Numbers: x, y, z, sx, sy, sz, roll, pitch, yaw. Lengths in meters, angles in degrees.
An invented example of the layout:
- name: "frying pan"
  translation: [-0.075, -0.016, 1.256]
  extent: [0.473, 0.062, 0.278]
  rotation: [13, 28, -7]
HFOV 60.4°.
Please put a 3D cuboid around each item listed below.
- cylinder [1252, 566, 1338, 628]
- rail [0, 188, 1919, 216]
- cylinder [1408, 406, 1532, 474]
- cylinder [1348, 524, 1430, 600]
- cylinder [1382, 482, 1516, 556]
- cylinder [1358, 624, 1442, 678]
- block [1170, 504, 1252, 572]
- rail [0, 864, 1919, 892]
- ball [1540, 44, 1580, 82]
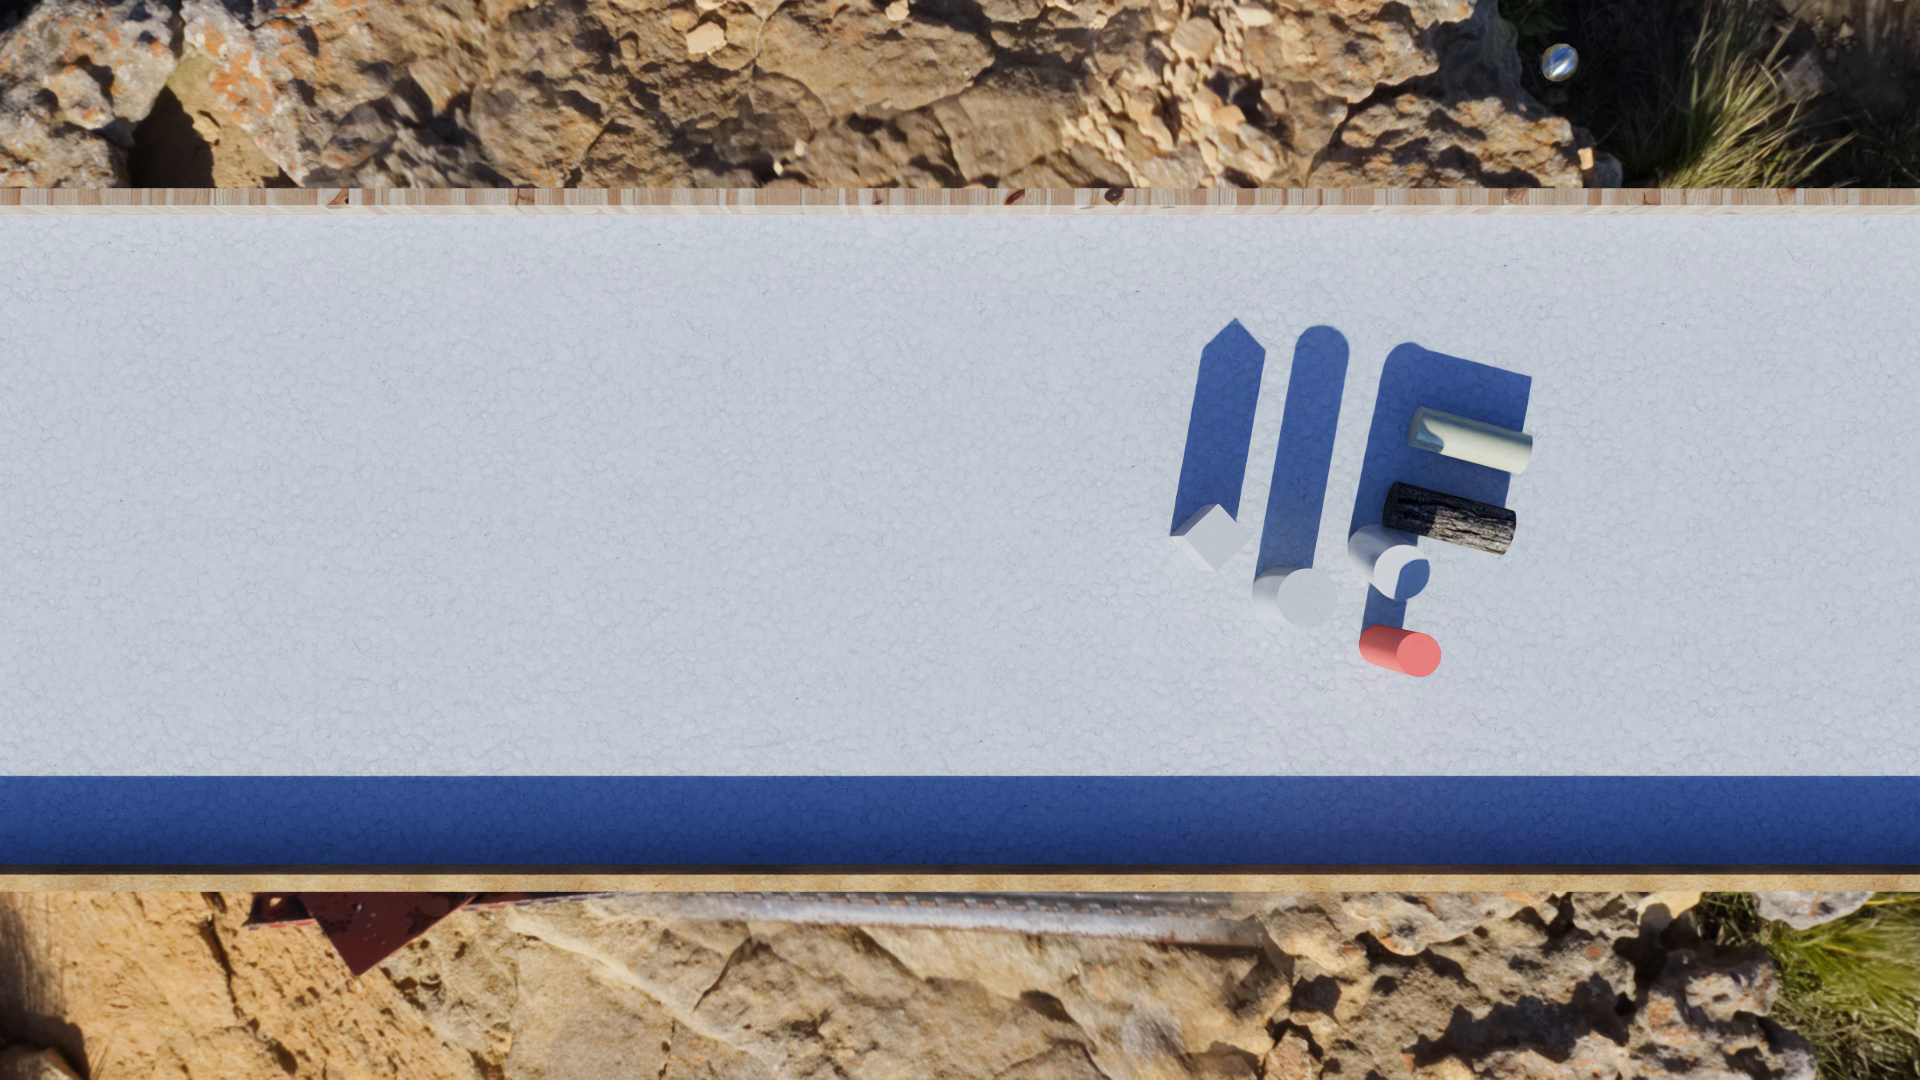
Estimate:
- name: "cylinder"
  translation: [0.984, 0.165, 4.874]
  extent: [0.171, 0.404, 0.171]
  rotation: [0, 90, 0]
- name: "rail"
  translation: [-2.247, -1.025, 5.002]
  extent: [12.000, 0.150, 0.050]
  rotation: [0, 90, 0]
- name: "cylinder"
  translation: [1.550, -0.303, 5.014]
  extent: [0.342, 0.125, 0.125]
  rotation: [15, 90, 0]
- name: "cylinder"
  translation: [1.272, 0.062, 4.907]
  extent: [0.163, 0.313, 0.163]
  rotation: [0, 102, -1]
- name: "cylinder"
  translation: [1.484, -0.065, 5.006]
  extent: [0.364, 0.141, 0.141]
  rotation: [14, 90, 0]
- name: "cylinder"
  translation: [1.290, 0.323, 4.855]
  extent: [0.125, 0.443, 0.125]
  rotation: [0, 90, 0]
- name: "block"
  translation: [0.742, -0.007, 4.919]
  extent: [0.140, 0.315, 0.140]
  rotation: [-43, 90, 0]
- name: "rail"
  translation: [-2.247, 1.025, 5.001]
  extent: [12.000, 0.150, 0.050]
  rotation: [0, 90, 0]
- name: "ball"
  translation: [3.004, -2.393, 8.265]
  extent: [0.184, 0.184, 0.184]
  rotation: [0, 90, 0]
